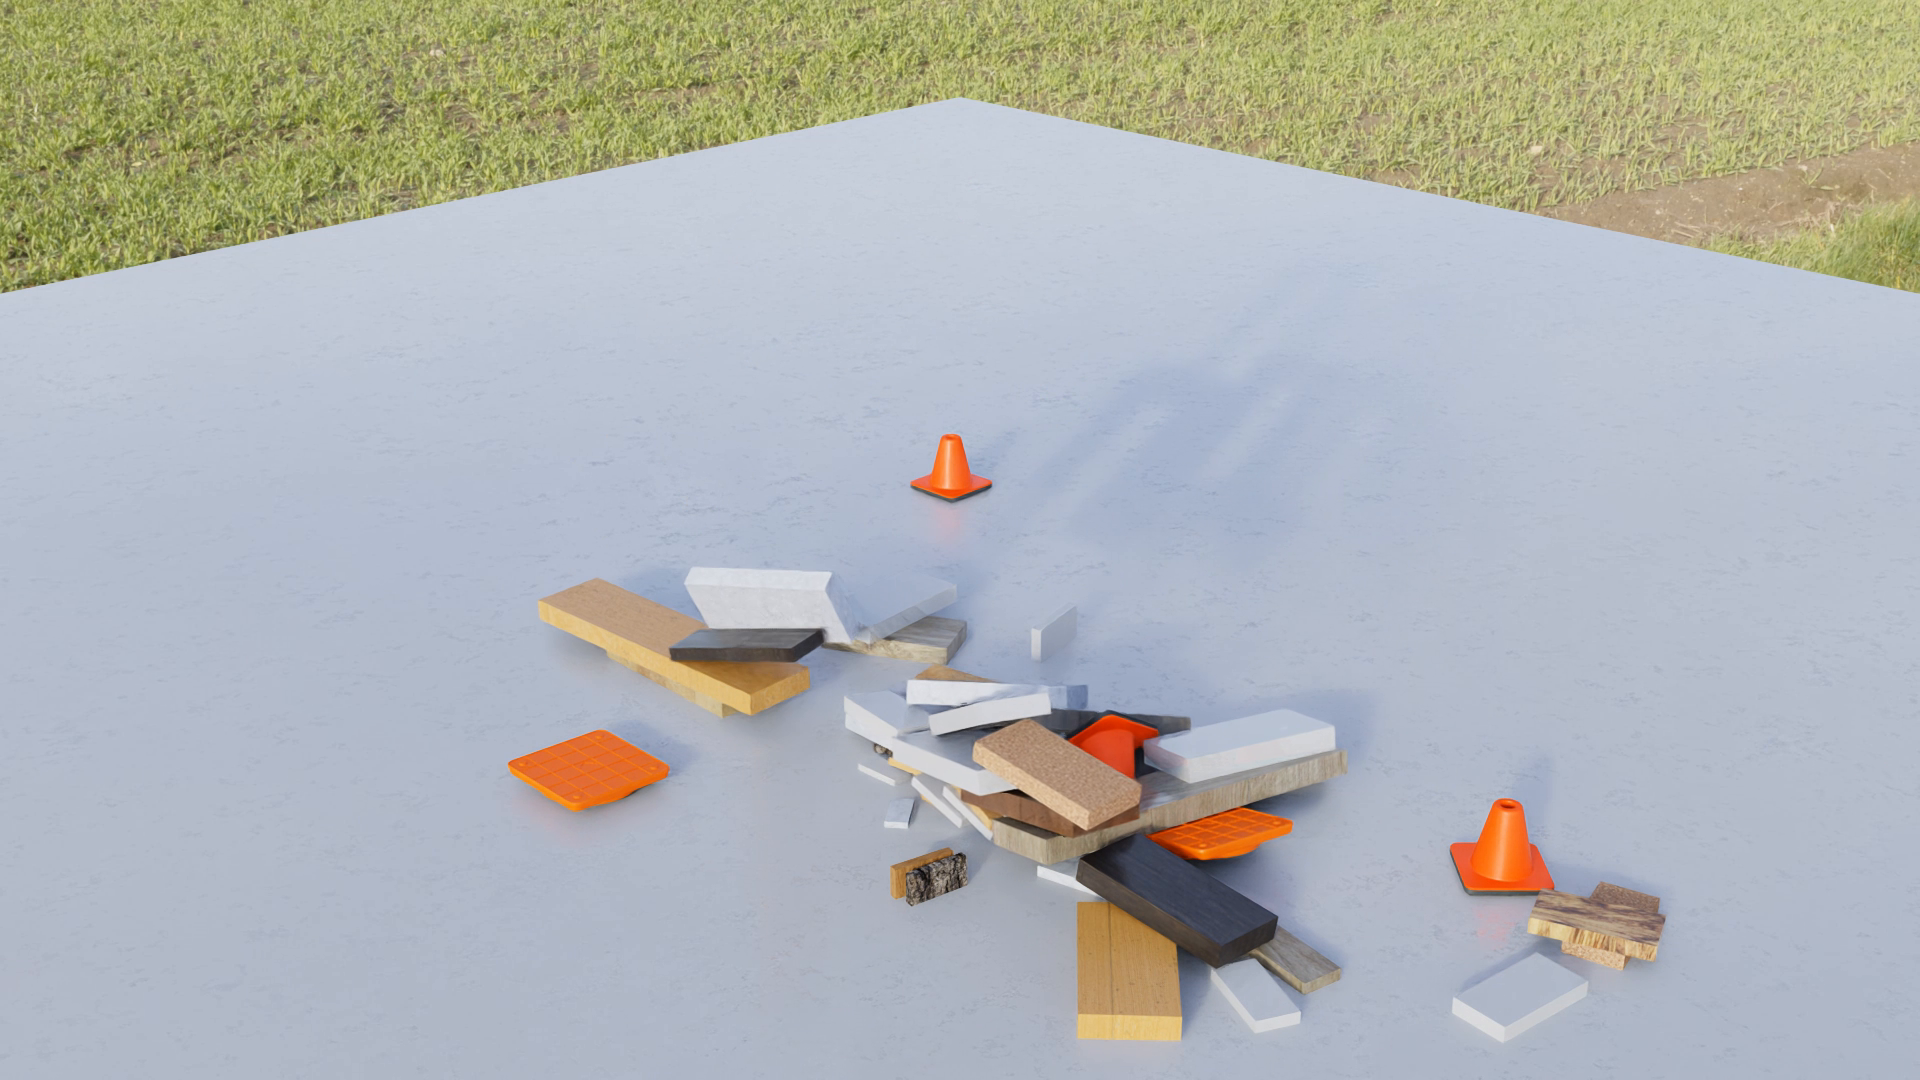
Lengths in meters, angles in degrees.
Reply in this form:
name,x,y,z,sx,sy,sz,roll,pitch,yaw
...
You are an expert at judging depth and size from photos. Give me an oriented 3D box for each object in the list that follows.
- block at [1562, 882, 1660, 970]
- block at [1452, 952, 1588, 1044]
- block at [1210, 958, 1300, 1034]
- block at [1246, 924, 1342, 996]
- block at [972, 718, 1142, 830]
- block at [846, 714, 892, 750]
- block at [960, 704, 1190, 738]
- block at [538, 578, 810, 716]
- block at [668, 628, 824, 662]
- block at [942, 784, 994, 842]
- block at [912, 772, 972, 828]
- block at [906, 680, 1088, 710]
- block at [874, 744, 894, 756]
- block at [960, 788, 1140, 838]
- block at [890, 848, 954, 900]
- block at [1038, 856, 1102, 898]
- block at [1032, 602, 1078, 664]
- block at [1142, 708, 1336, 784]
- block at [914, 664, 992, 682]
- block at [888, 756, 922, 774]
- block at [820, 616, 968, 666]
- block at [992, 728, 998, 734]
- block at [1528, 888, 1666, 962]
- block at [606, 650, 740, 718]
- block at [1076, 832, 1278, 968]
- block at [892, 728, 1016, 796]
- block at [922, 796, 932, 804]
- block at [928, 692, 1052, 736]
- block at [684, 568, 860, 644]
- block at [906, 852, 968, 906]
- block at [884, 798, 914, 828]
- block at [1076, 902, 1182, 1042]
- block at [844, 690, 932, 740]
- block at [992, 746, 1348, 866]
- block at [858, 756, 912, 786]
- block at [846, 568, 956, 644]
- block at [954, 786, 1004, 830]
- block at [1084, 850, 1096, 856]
name,x,y,z,sx,sy,sz,roll,pitch,yaw
block,1.199,0.709,4.050,0.112,0.032,0.225,14,27,29
block,0.979,0.797,3.841,0.225,0.032,0.113,-17,28,-34
block,0.517,0.797,3.851,0.086,0.024,0.173,-8,24,-18
block,0.593,0.753,3.954,0.086,0.024,0.173,-15,27,-31
block,0.182,0.440,4.165,0.296,0.042,0.148,28,34,37
block,-0.134,0.410,4.714,0.112,0.032,0.225,-9,19,-38
block,0.239,0.387,4.667,0.481,0.042,0.148,4,-8,-1
block,-0.664,0.235,5.029,0.732,0.050,0.177,19,30,38
block,-0.471,0.231,4.830,0.345,0.032,0.113,-2,19,34
block,0.044,0.537,4.409,0.077,0.022,0.155,-16,44,-38
block,-0.019,0.520,4.459,0.077,0.022,0.155,-18,42,-38
block,0.082,0.333,4.753,0.355,0.050,0.177,1,-2,18
block,-0.126,0.444,4.695,0.105,0.015,0.053,9,25,21
block,0.171,0.500,4.269,0.169,0.048,0.337,-10,13,-37
block,-0.072,0.634,4.185,0.129,0.064,0.018,-14,27,-29
block,0.239,0.640,4.222,0.161,0.023,0.081,14,27,30
block,0.221,0.217,5.140,0.024,0.086,0.172,14,27,29
block,0.575,0.422,4.531,0.353,0.050,0.176,-10,12,-25
block,-0.010,0.327,4.959,0.172,0.024,0.086,15,27,31
block,-0.092,0.475,4.595,0.105,0.015,0.053,18,10,30
block,-0.156,0.222,5.180,0.312,0.044,0.156,7,24,16
block,0.121,0.383,4.827,0.086,0.024,0.172,3,23,6
block,1.157,0.697,3.995,0.225,0.032,0.113,10,25,23
block,-0.616,0.290,5.021,0.156,0.044,0.430,-21,31,-40
block,0.395,0.656,4.026,0.338,0.048,0.169,28,30,37
block,0.023,0.436,4.397,0.169,0.048,0.394,-8,8,-26
block,-0.028,0.531,4.492,0.095,0.014,0.048,21,31,40
block,0.057,0.350,4.407,0.148,0.042,0.296,-7,-7,-21
block,-0.415,0.144,4.843,0.355,0.177,0.050,2,48,26
block,-0.044,0.642,4.164,0.129,0.064,0.018,-16,28,-32
block,-0.122,0.552,4.443,0.048,0.014,0.095,3,23,6
block,0.296,0.761,3.903,0.176,0.050,0.353,1,23,2
block,-0.144,0.378,4.711,0.112,0.032,0.225,-6,18,-32
block,0.431,0.510,4.395,0.768,0.050,0.176,-12,13,-32
block,-0.157,0.483,4.604,0.105,0.015,0.053,20,30,38
block,-0.167,0.155,5.227,0.156,0.044,0.312,18,29,36
block,0.052,0.515,4.406,0.077,0.022,0.155,-10,40,-32
block,0.329,0.617,4.278,0.161,0.023,0.081,17,28,35
